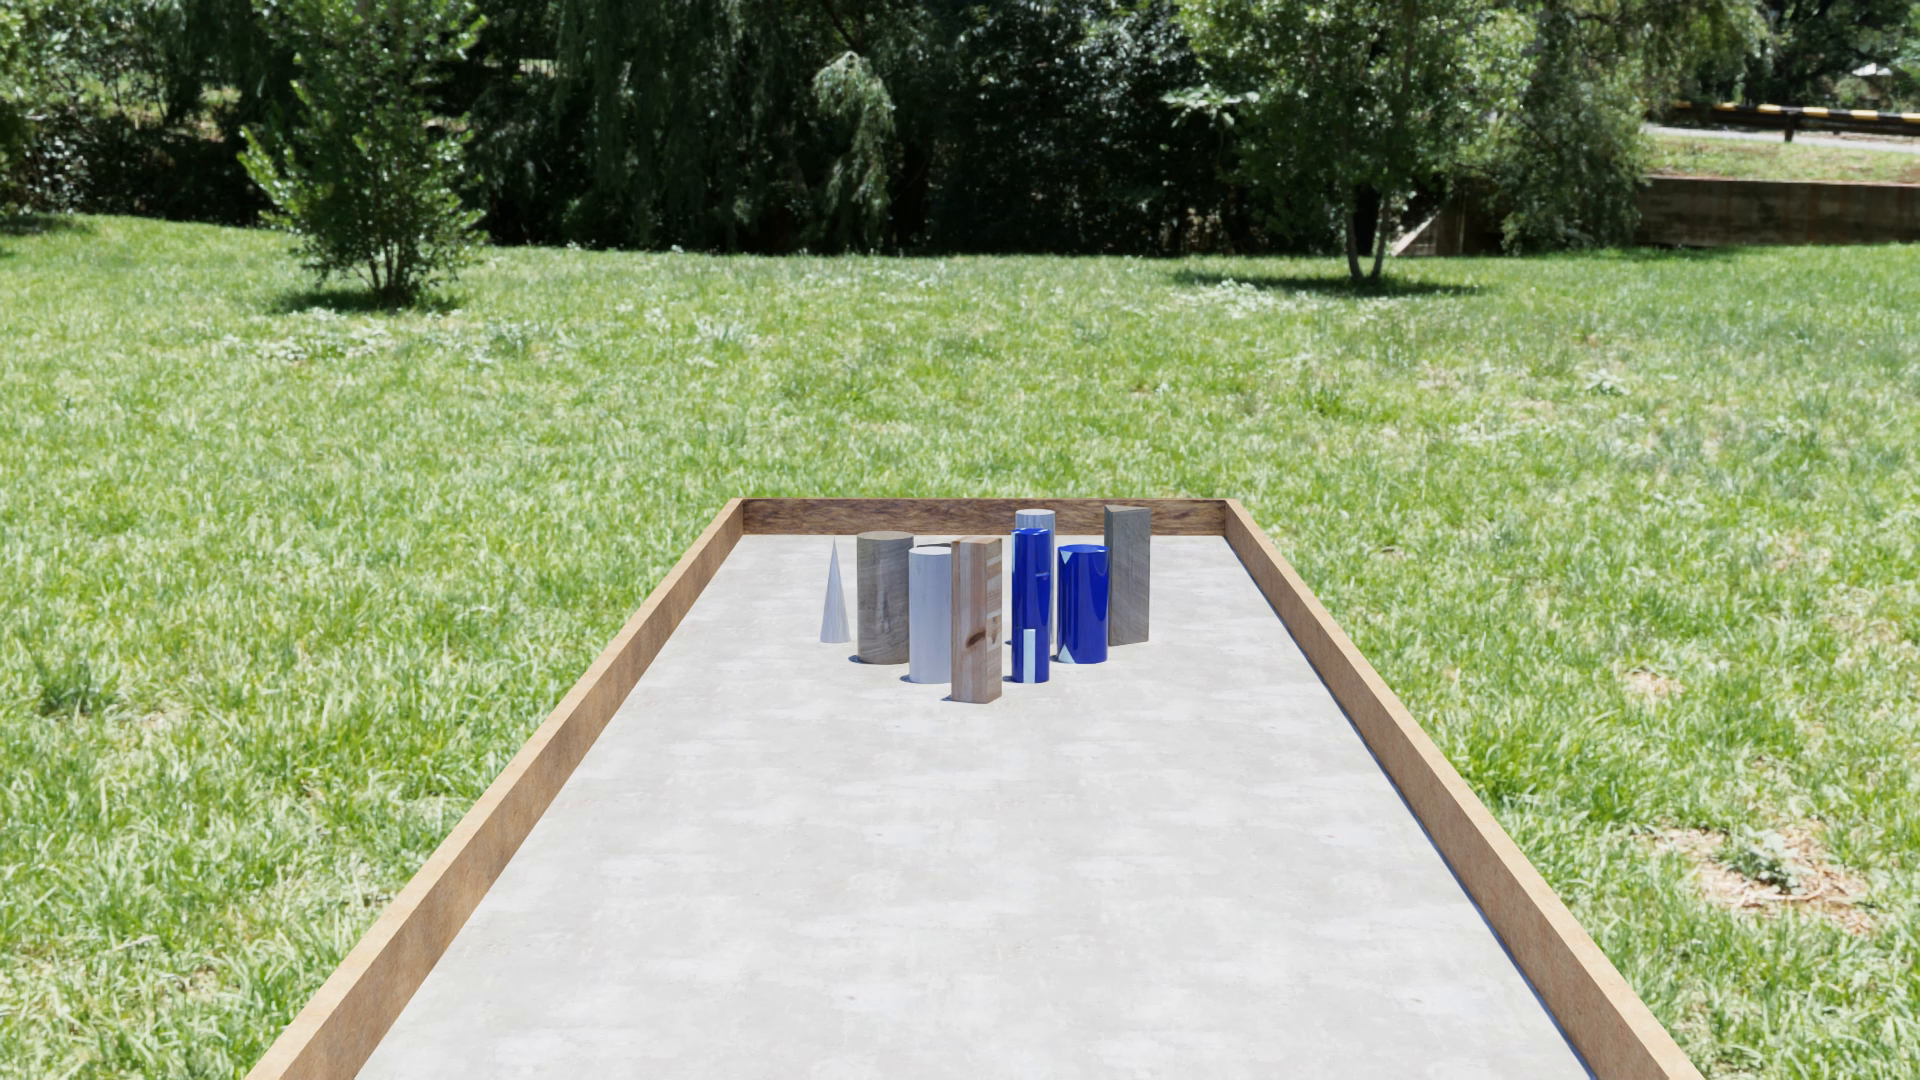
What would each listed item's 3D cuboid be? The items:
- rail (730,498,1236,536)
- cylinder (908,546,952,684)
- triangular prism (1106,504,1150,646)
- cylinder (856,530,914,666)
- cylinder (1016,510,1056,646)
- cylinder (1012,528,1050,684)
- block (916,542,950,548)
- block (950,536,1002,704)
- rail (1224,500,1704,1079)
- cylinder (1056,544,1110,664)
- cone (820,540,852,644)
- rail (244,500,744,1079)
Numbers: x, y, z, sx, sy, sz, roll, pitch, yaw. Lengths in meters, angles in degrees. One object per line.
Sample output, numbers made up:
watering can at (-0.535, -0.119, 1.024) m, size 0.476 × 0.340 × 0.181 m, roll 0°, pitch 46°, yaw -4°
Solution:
rail at (0.099, -0.098, 9.147) m, size 2.100 × 0.150 × 0.050 m, roll 0°, pitch 9°, yaw 1°
cylinder at (-0.078, 0.219, 6.413) m, size 0.142 × 0.381 × 0.142 m, roll 0°, pitch 9°, yaw 0°
triangular prism at (0.499, 0.108, 6.961) m, size 0.154 × 0.428 × 0.134 m, roll -6°, pitch 11°, yaw -33°
cylinder at (-0.226, 0.174, 6.686) m, size 0.174 × 0.383 × 0.174 m, roll 0°, pitch 9°, yaw 0°
cylinder at (0.236, 0.119, 6.922) m, size 0.124 × 0.418 × 0.124 m, roll 0°, pitch 9°, yaw 0°
cylinder at (0.206, 0.192, 6.401) m, size 0.114 × 0.438 × 0.114 m, roll 0°, pitch 9°, yaw 0°
block at (-0.063, 0.170, 6.969) m, size 0.112 × 0.303 × 0.112 m, roll -5°, pitch 10°, yaw -26°
block at (0.047, 0.223, 6.157) m, size 0.109 × 0.453 × 0.109 m, roll 4°, pitch 10°, yaw 23°
rail at (1.046, 0.843, 3.208) m, size 0.050 × 0.150 × 12.000 m, roll 0°, pitch 9°, yaw 1°
cylinder at (0.373, 0.194, 6.692) m, size 0.158 × 0.342 × 0.158 m, roll 0°, pitch 9°, yaw 0°
cone at (-0.397, 0.153, 6.967) m, size 0.102 × 0.337 × 0.102 m, roll 0°, pitch 9°, yaw 0°
rail at (-1.004, 0.839, 3.234) m, size 0.050 × 0.150 × 12.000 m, roll 0°, pitch 9°, yaw 1°
